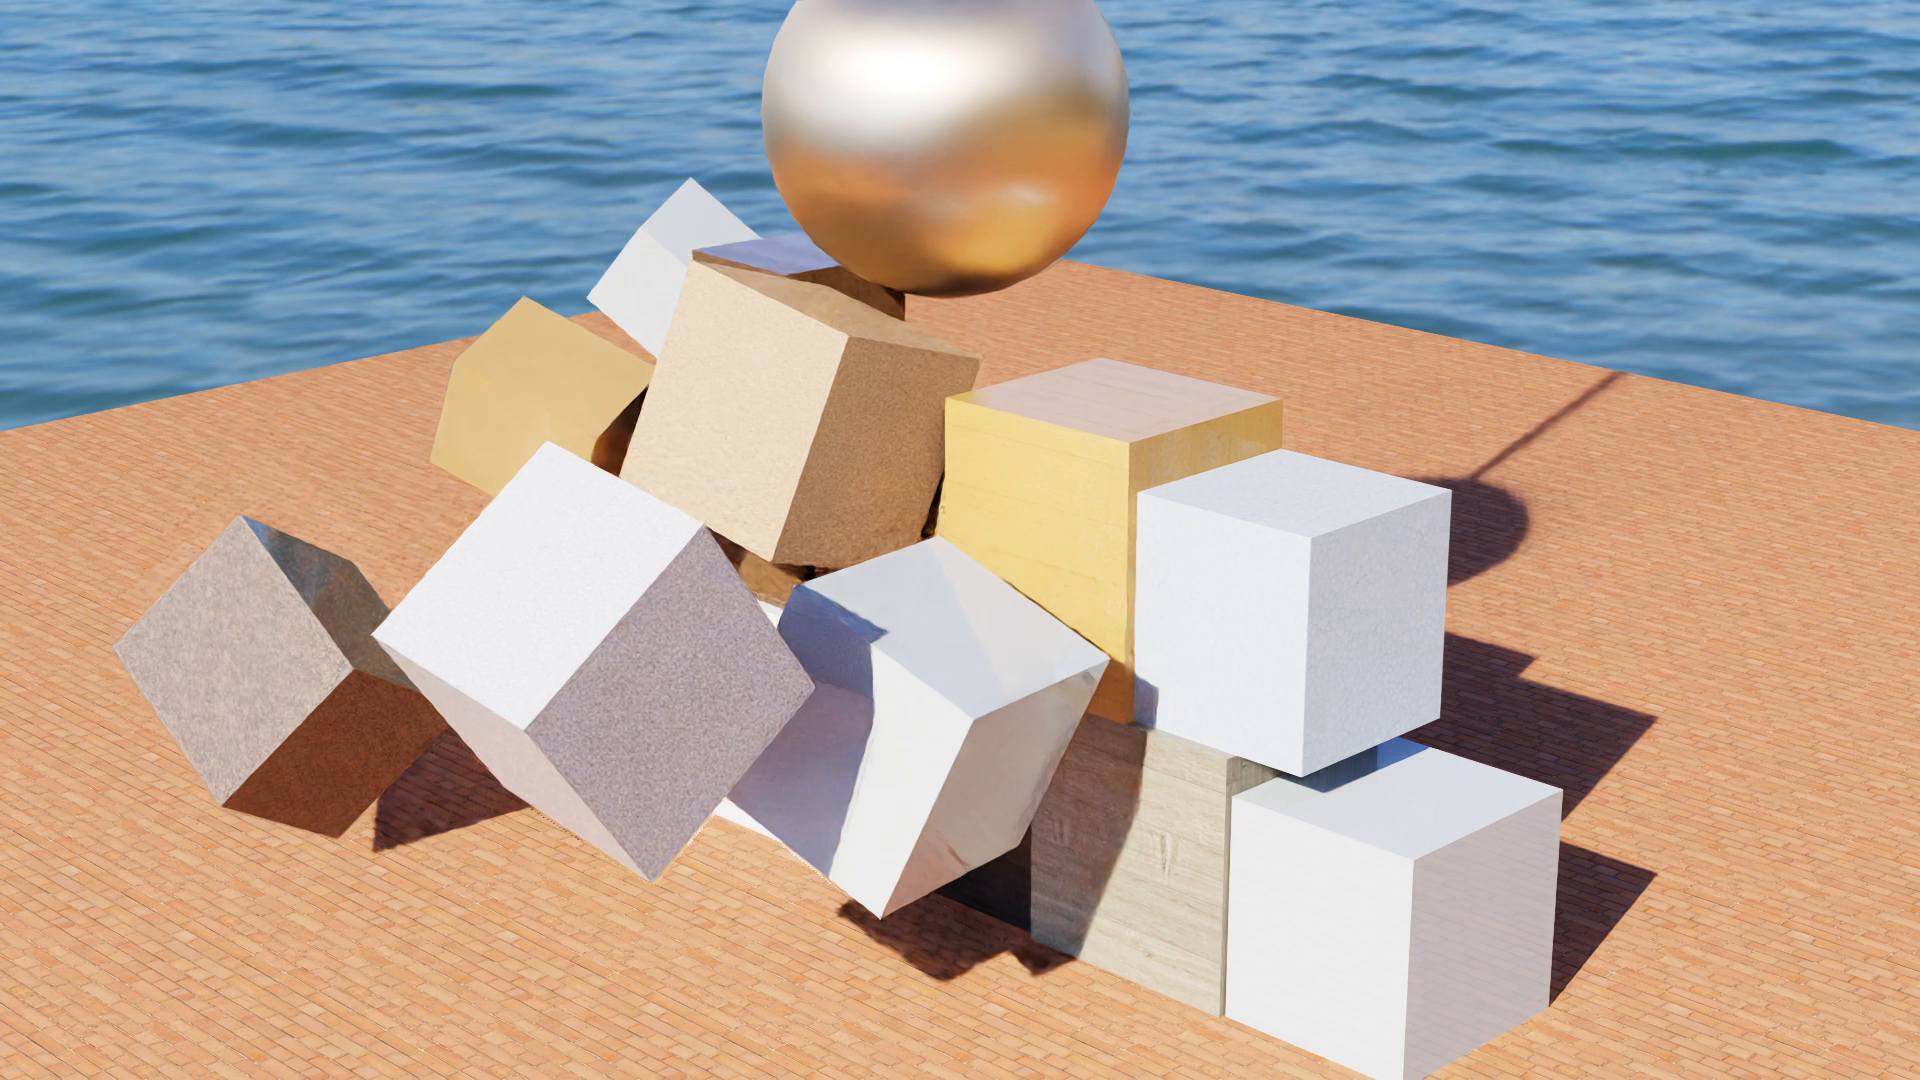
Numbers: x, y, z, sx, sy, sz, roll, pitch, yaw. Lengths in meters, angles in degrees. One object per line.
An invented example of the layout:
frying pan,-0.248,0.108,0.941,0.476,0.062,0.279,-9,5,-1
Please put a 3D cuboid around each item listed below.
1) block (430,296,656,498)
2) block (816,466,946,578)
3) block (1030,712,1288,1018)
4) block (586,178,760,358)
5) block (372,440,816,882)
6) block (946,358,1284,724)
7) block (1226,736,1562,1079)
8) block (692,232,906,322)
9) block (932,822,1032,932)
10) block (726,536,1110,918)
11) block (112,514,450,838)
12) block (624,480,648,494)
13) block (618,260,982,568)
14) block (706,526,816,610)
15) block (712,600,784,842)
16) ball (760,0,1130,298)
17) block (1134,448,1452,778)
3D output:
block,-1.812,-0.542,12.820,0.702,0.591,0.593,28,40,7
block,-0.030,-0.086,13.318,0.893,0.926,0.877,18,25,41
block,1.044,1.203,12.610,1.073,1.143,1.006,17,24,42
block,-1.381,-1.320,14.991,0.687,0.592,0.560,41,40,-5
block,-1.264,0.427,10.280,0.829,1.011,0.919,26,68,37
block,0.655,-0.028,12.612,1.034,1.205,0.990,16,24,42
block,1.768,1.487,11.982,1.004,0.977,0.900,-17,24,-42
block,-0.756,-1.049,13.775,0.694,0.617,0.730,-14,22,-38
block,0.294,0.983,13.360,0.965,1.114,1.075,-17,24,-42
block,-0.193,0.710,11.498,0.895,0.951,1.010,35,28,22
block,-3.035,0.629,13.279,1.010,0.853,0.880,48,7,27
block,-1.348,-0.280,14.649,0.960,0.760,0.912,-16,24,-42
block,-0.686,-0.521,12.565,0.970,0.993,0.878,28,14,36
block,-0.683,-0.295,13.963,0.988,0.933,0.937,-16,24,-42
block,-0.475,0.746,14.087,1.172,1.129,1.069,-17,24,-42
ball,-0.062,-1.846,12.696,1.600,1.600,1.600,0,17,0
block,1.356,0.273,12.017,0.883,0.987,0.920,17,24,42
